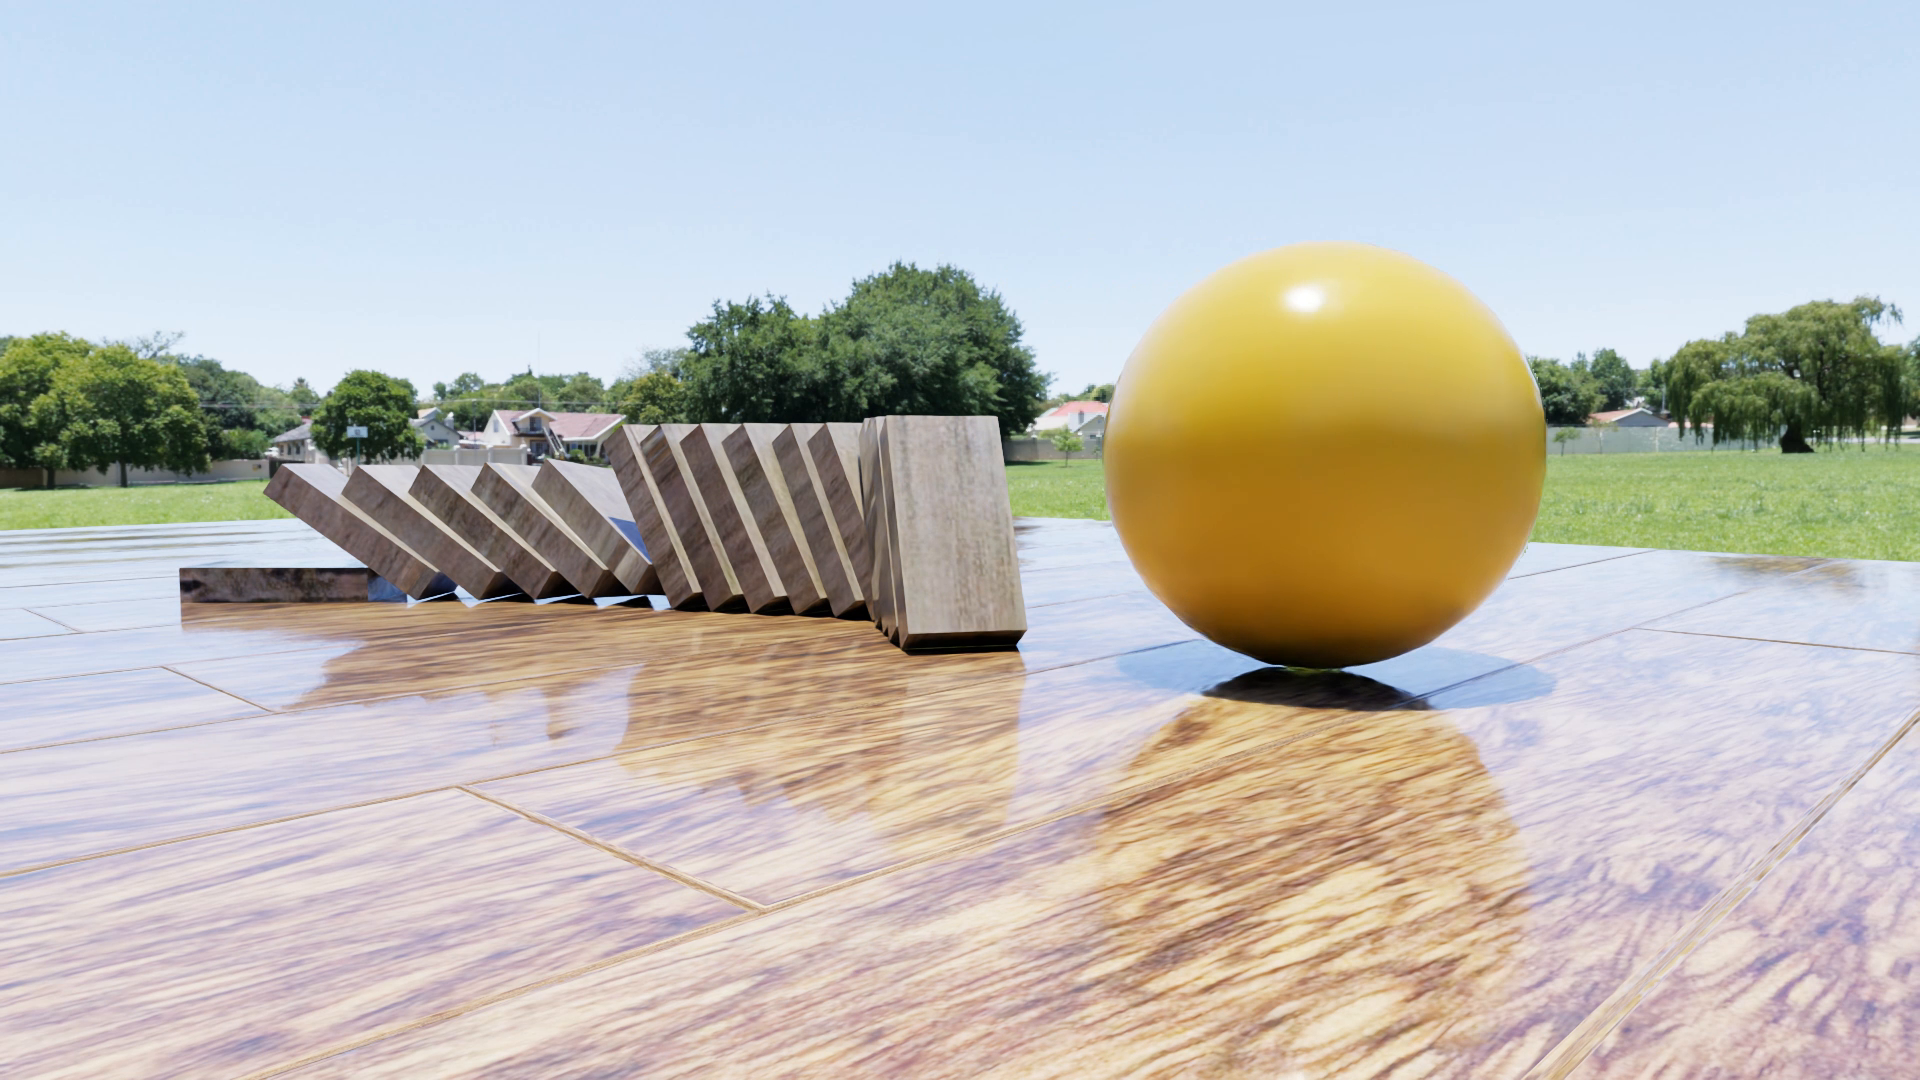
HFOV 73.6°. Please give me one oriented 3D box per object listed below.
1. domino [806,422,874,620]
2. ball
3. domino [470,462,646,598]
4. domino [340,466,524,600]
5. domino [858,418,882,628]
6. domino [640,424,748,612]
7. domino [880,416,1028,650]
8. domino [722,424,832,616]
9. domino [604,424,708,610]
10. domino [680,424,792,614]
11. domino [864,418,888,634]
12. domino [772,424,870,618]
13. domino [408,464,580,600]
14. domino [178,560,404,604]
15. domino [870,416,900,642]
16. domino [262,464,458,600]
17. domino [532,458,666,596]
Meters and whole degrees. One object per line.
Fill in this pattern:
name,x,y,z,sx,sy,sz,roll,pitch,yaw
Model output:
domino,-0.018,-0.005,0.320,0.025,0.050,0.009,-3,-26,-43
ball,0.067,-0.016,0.242,0.080,0.080,0.080,0,4,0
domino,-0.109,-0.003,0.357,0.050,0.009,0.025,38,14,19
domino,-0.144,-0.003,0.359,0.050,0.009,0.025,36,9,7
domino,-0.009,-0.005,0.306,0.025,0.050,0.010,-1,-24,-14
domino,-0.063,-0.007,0.338,0.010,0.050,0.025,-35,-17,33
domino,-0.002,-0.002,0.274,0.025,0.050,0.009,-1,-24,-14
domino,-0.040,-0.006,0.331,0.009,0.050,0.025,-35,-17,33
domino,-0.074,-0.007,0.343,0.009,0.050,0.025,-35,-17,33
domino,-0.052,-0.006,0.335,0.010,0.050,0.025,-35,-17,33
domino,-0.007,-0.004,0.295,0.025,0.050,0.009,-1,-24,-14
domino,-0.028,-0.006,0.327,0.025,0.050,0.009,-4,-26,-43
domino,-0.127,-0.003,0.359,0.050,0.010,0.025,37,12,13
domino,-0.184,0.011,0.356,0.050,0.010,0.025,0,4,-1
domino,-0.005,-0.003,0.285,0.025,0.050,0.009,-1,-24,-14
domino,-0.163,-0.003,0.356,0.050,0.009,0.025,35,3,-1
domino,-0.093,-0.003,0.354,0.050,0.009,0.025,40,15,27
